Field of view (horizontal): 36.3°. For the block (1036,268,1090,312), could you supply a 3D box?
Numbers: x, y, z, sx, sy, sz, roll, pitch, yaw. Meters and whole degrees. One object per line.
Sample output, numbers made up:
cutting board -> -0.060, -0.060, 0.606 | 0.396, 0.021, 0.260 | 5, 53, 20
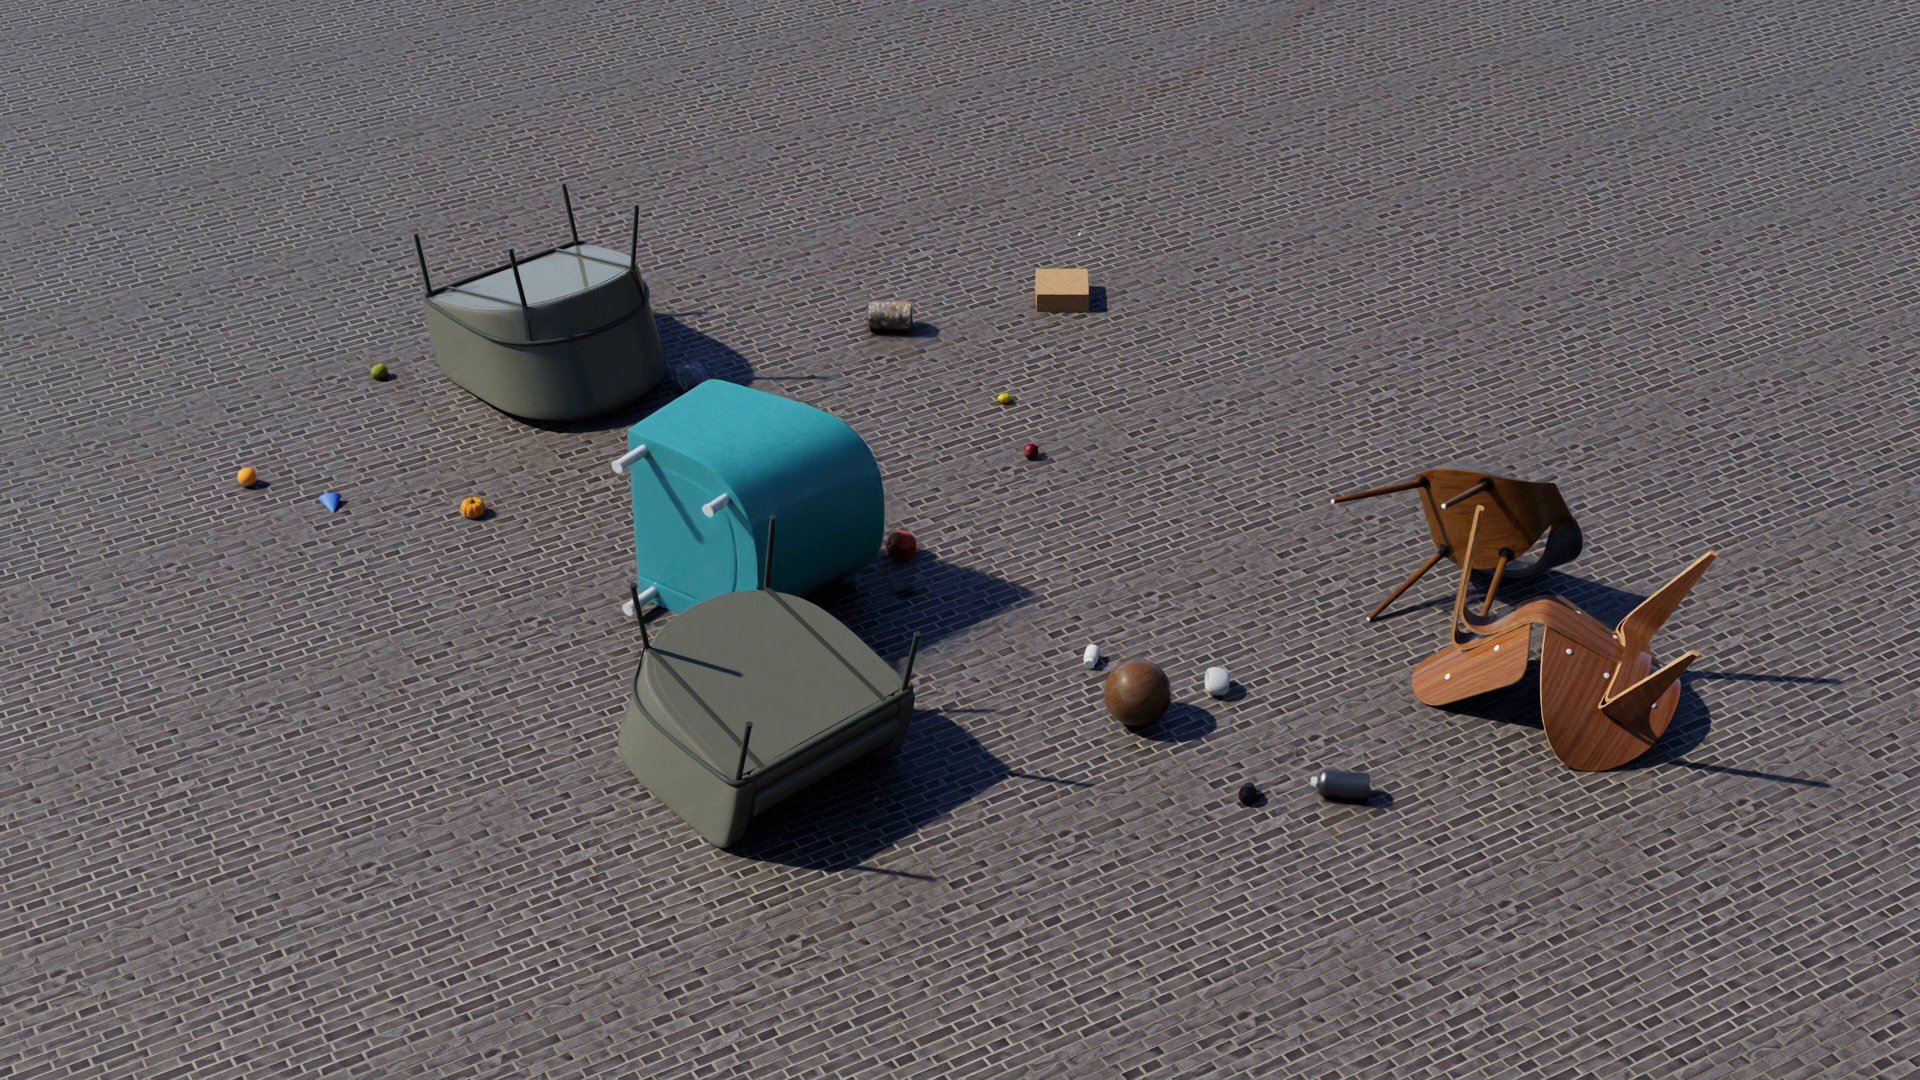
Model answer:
block -> 0.434, -1.063, 12.482 | 0.220, 0.084, 0.229 | 0, 33, 0

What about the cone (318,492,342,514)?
cone -> -2.383, -0.131, 11.122 | 0.085, 0.049, 0.086 | -9, 50, -16

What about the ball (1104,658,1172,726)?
ball -> 0.603, 0.518, 9.949 | 0.230, 0.230, 0.230 | 0, 33, 0

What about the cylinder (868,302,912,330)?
cylinder -> -0.290, -0.935, 12.252 | 0.172, 0.113, 0.134 | 2, -7, 3

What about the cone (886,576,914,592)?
cone -> -0.227, 0.172, 10.659 | 0.121, 0.062, 0.050 | 18, 69, 27

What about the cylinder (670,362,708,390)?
cylinder -> -1.095, -0.663, 11.877 | 0.111, 0.080, 0.121 | -20, 41, -27

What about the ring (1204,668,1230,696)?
ring -> 0.889, 0.488, 10.129 | 0.074, 0.083, 0.121 | 7, 35, -7
